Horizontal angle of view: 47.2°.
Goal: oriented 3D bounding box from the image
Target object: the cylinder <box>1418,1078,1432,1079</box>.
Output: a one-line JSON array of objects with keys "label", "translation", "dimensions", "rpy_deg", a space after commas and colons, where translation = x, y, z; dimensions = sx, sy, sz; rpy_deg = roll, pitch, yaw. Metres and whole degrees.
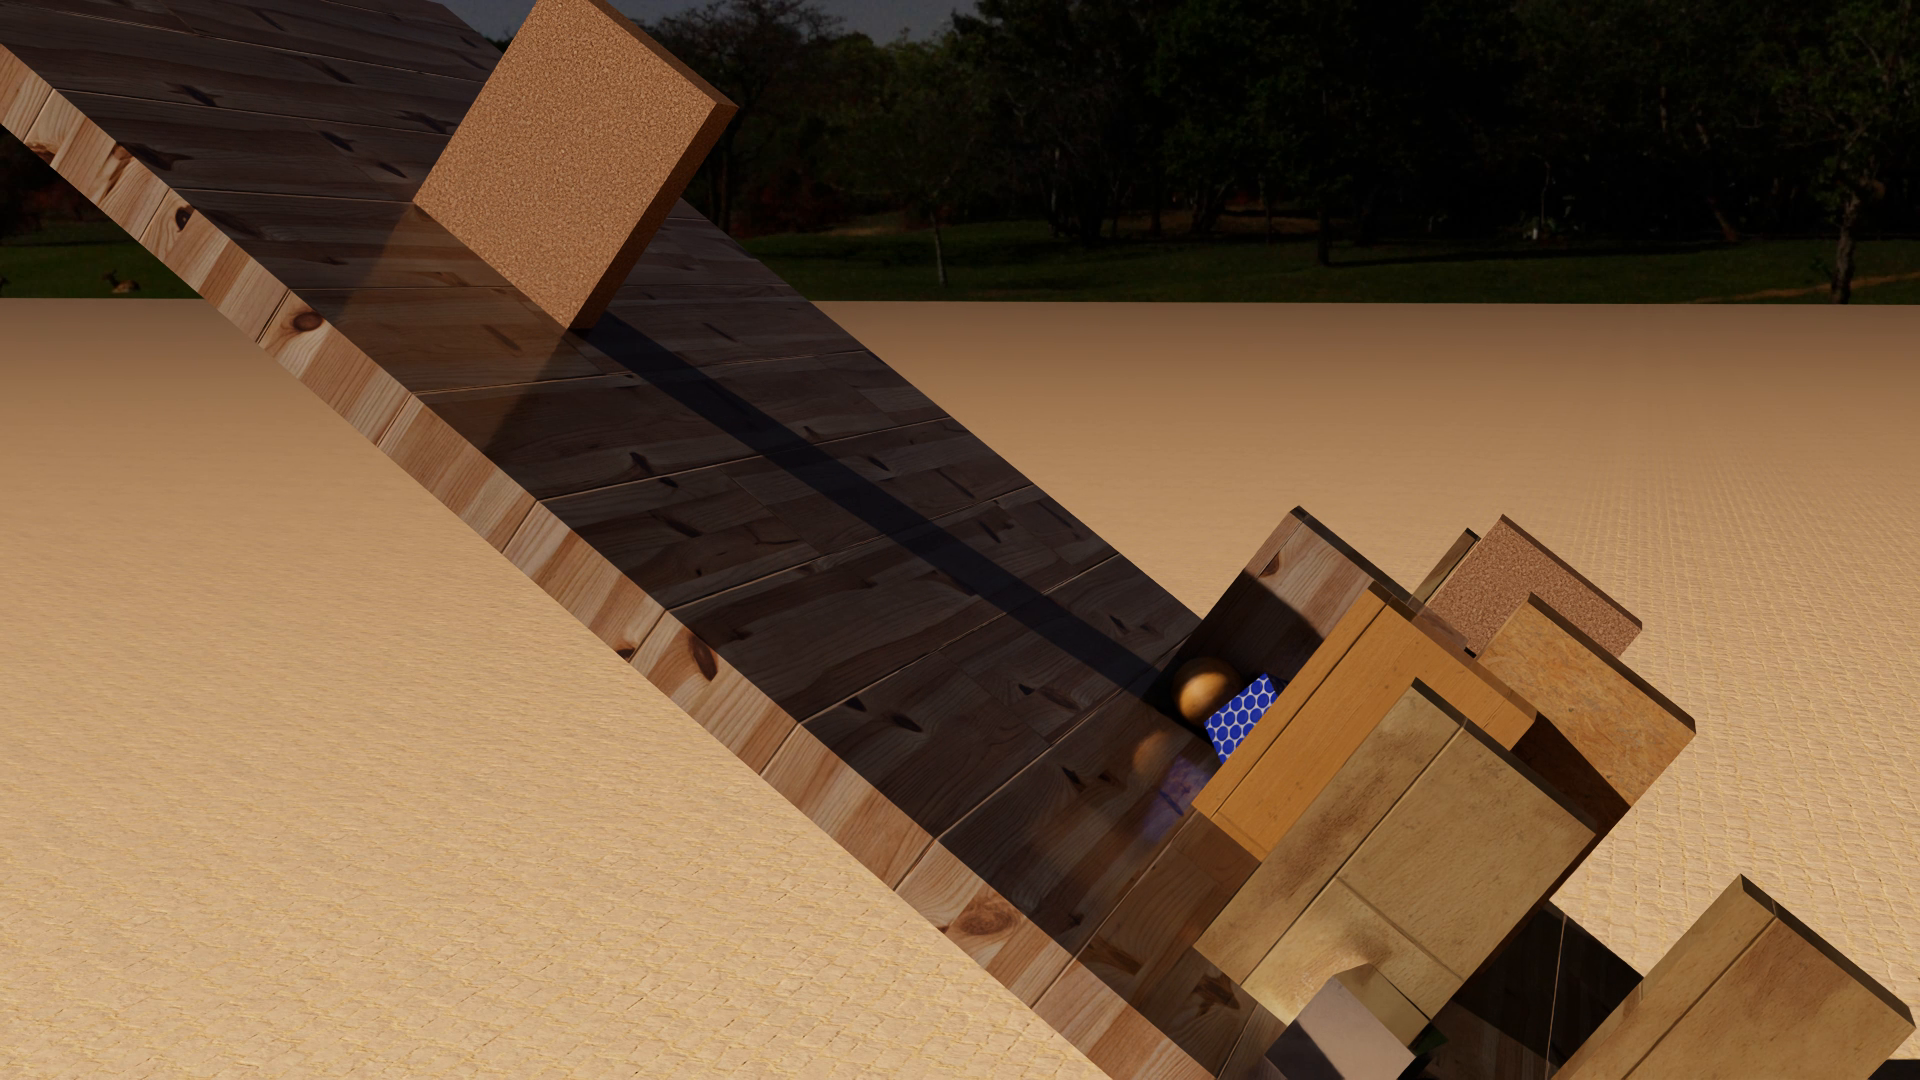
[{"label": "cylinder", "translation": [0.642, 0.819, 2.996], "dimensions": [0.146, 0.146, 0.146], "rpy_deg": [1, -4, 8]}]

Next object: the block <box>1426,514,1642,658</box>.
[{"label": "block", "translation": [1.012, 0.307, 4.390], "dimensions": [0.342, 0.639, 0.107], "rpy_deg": [39, 16, 9]}]

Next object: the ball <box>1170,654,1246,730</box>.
[{"label": "ball", "translation": [0.474, 0.292, 4.205], "dimensions": [0.143, 0.143, 0.143], "rpy_deg": [0, 7, 0]}]

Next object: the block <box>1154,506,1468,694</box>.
[{"label": "block", "translation": [0.681, 0.235, 4.277], "dimensions": [0.417, 0.430, 0.128], "rpy_deg": [39, 16, 9]}]

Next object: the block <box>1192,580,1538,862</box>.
[{"label": "block", "translation": [0.694, 0.375, 3.795], "dimensions": [0.351, 0.491, 0.110], "rpy_deg": [39, 16, 9]}]

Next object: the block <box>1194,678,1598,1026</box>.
[{"label": "block", "translation": [0.635, 0.508, 3.239], "dimensions": [0.329, 0.518, 0.080], "rpy_deg": [39, 16, 9]}]

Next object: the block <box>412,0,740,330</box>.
[{"label": "block", "translation": [-0.683, -0.682, 3.888], "dimensions": [0.377, 0.483, 0.100], "rpy_deg": [39, 16, 9]}]

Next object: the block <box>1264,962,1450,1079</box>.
[{"label": "block", "translation": [0.567, 0.725, 3.142], "dimensions": [0.158, 0.158, 0.158], "rpy_deg": [44, 17, 24]}]

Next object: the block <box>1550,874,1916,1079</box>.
[{"label": "block", "translation": [0.936, 0.771, 2.921], "dimensions": [0.266, 0.631, 0.089], "rpy_deg": [39, 16, 9]}]

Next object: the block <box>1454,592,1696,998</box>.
[{"label": "block", "translation": [0.942, 0.448, 3.868], "dimensions": [0.353, 0.623, 0.134], "rpy_deg": [39, 16, 9]}]

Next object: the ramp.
[{"label": "ramp", "translation": [-0.050, 0.108, 4.063], "dimensions": [4.000, 0.100, 2.000], "rpy_deg": [39, 16, 9]}]

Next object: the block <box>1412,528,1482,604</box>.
[{"label": "block", "translation": [1.045, 0.289, 4.704], "dimensions": [0.335, 0.536, 0.080], "rpy_deg": [39, 16, 9]}]

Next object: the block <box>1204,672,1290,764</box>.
[{"label": "block", "translation": [0.592, 0.378, 4.114], "dimensions": [0.162, 0.162, 0.162], "rpy_deg": [22, 35, -42]}]
